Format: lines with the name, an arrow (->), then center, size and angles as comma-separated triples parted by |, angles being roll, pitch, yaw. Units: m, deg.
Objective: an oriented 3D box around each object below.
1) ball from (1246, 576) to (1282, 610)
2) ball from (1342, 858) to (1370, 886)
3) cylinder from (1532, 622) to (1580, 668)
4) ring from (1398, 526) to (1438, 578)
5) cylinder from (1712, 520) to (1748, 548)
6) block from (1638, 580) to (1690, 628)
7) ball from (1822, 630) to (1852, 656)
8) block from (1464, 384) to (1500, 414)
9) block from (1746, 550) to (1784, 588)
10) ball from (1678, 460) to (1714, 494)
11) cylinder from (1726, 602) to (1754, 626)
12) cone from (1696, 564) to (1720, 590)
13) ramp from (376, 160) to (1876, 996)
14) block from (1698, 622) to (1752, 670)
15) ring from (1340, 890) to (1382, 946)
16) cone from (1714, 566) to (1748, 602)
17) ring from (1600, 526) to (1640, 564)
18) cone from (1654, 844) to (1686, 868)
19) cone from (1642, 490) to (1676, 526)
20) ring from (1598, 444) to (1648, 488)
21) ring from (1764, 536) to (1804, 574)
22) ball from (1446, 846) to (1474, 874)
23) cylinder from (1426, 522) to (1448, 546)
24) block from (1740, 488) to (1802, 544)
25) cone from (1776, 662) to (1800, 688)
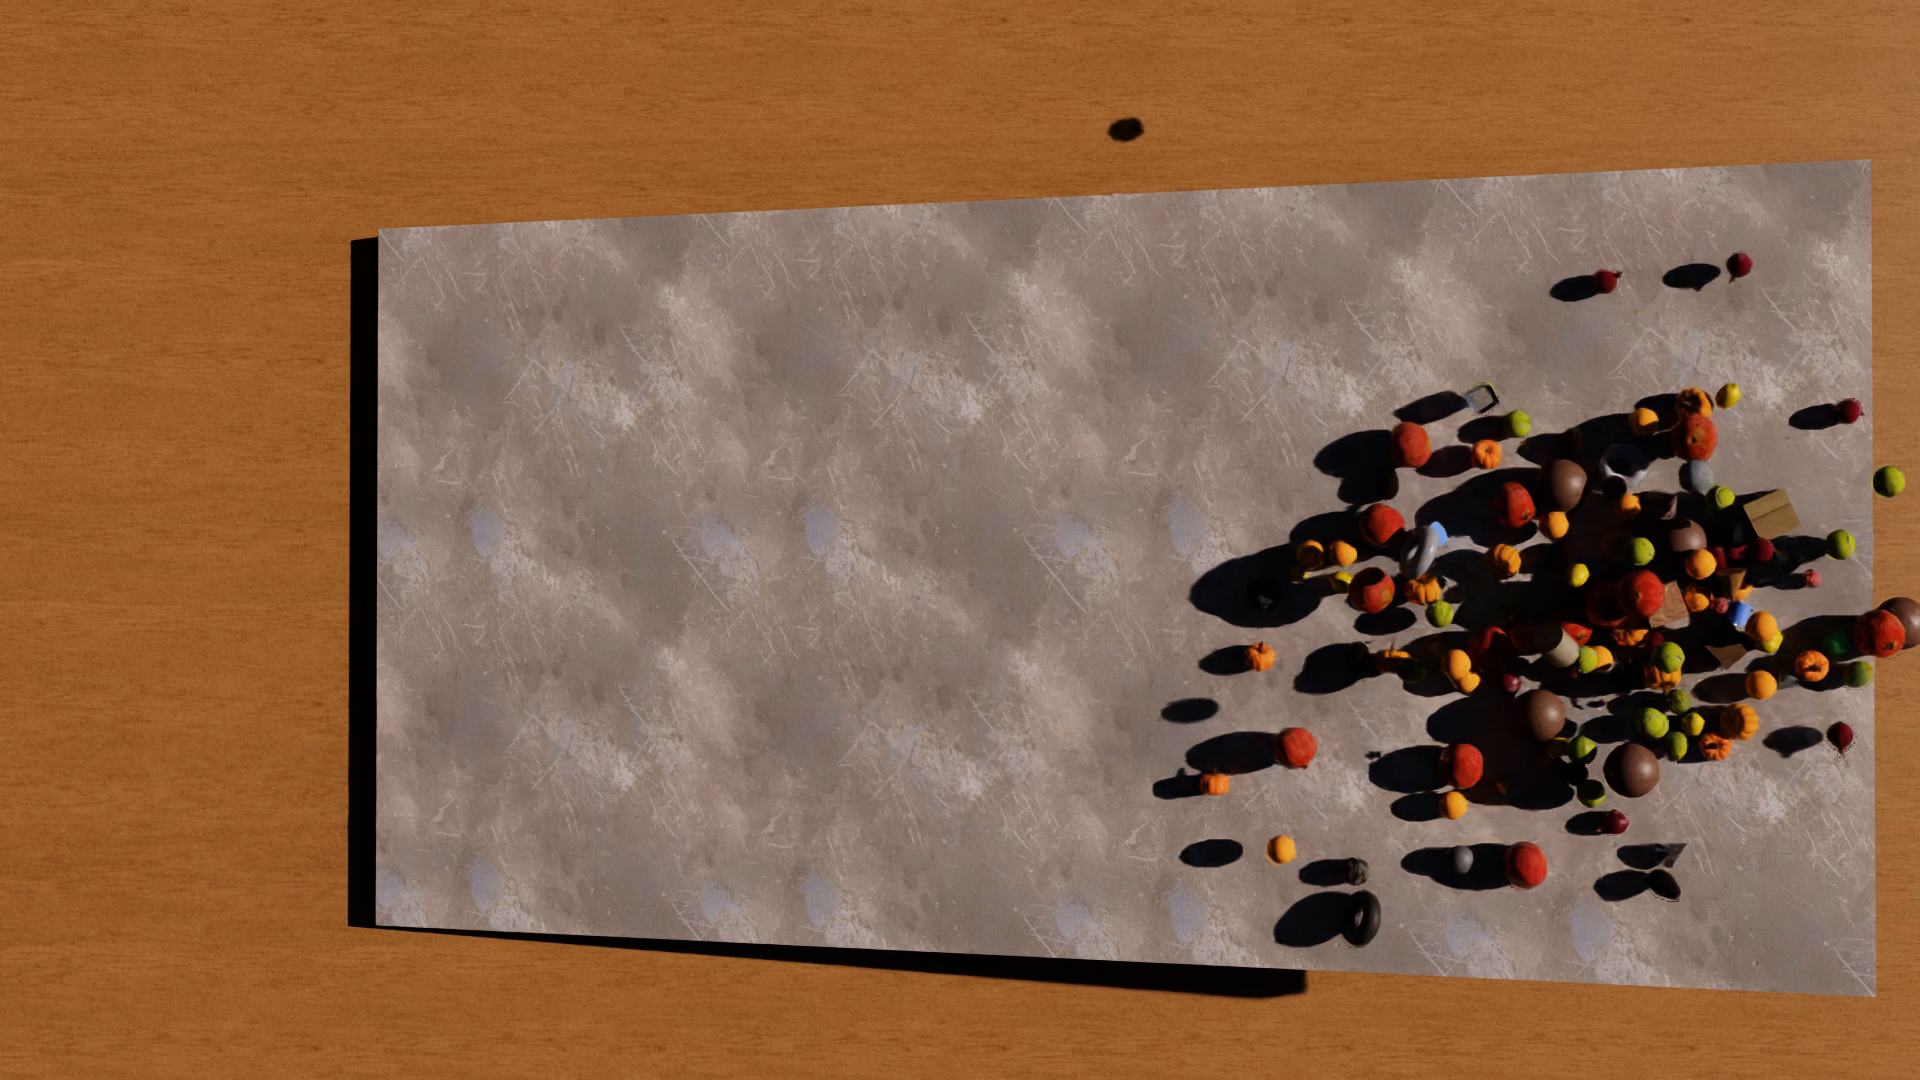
ball -> 0.774, 0.135, 5.592 | 0.090, 0.090, 0.090 | 0, 89, 0
ball -> 0.995, 0.833, 5.531 | 0.070, 0.070, 0.070 | 0, 89, 0
cylinder -> 1.436, 0.255, 5.297 | 0.081, 0.081, 0.081 | 36, 89, -34
ring -> 1.106, 0.030, 5.303 | 0.046, 0.137, 0.137 | 24, 89, -10
cylinder -> 1.843, -0.016, 5.266 | 0.057, 0.057, 0.057 | -10, 108, -35
block -> 1.705, 0.156, 5.333 | 0.092, 0.092, 0.092 | -21, 84, 14
ball -> 2.090, 0.245, 5.240 | 0.063, 0.063, 0.063 | 0, 89, 0
block -> 1.289, -0.350, 5.438 | 0.053, 0.053, 0.053 | -34, 101, -6
block -> 1.923, 0.071, 5.258 | 0.067, 0.067, 0.067 | -12, 99, 16
ball -> 1.736, -0.150, 5.187 | 0.080, 0.080, 0.080 | 0, 89, 0
cylinder -> 1.879, 0.178, 5.305 | 0.052, 0.052, 0.052 | 17, 93, 0
cone -> 1.816, 0.100, 5.324 | 0.060, 0.060, 0.060 | -21, 126, 0
ramp -> 0.267, 0.097, 5.831 | 4.000, 0.100, 2.000 | 0, 89, 15
block -> 1.842, 0.257, 5.294 | 0.081, 0.081, 0.081 | -40, 80, 4
ring -> 1.002, 0.946, 5.501 | 0.047, 0.141, 0.141 | 16, 89, -21
cone -> 1.843, 0.110, 5.252 | 0.079, 0.079, 0.079 | -10, 103, 0
ring -> 1.617, 0.013, 5.391 | 0.095, 0.032, 0.095 | 0, 90, 15
cone -> 1.738, 0.754, 5.347 | 0.067, 0.067, 0.067 | -23, 89, -13
cone -> 1.712, -0.093, 5.318 | 0.091, 0.091, 0.091 | 3, 71, -8
ring -> 1.621, -0.182, 5.376 | 0.116, 0.039, 0.116 | 7, 113, 18
ring -> 1.979, 0.036, 5.287 | 0.092, 0.031, 0.092 | 2, 98, 16
ball -> 1.242, 0.794, 5.463 | 0.070, 0.070, 0.070 | 0, 89, 0
cylinder -> 1.158, -0.007, 5.427 | 0.060, 0.060, 0.060 | 16, 62, -31
block -> 1.941, -0.057, 5.267 | 0.099, 0.099, 0.099 | -26, 83, 14
cone -> 1.981, 0.319, 5.284 | 0.059, 0.059, 0.059 | -7, 63, 0
